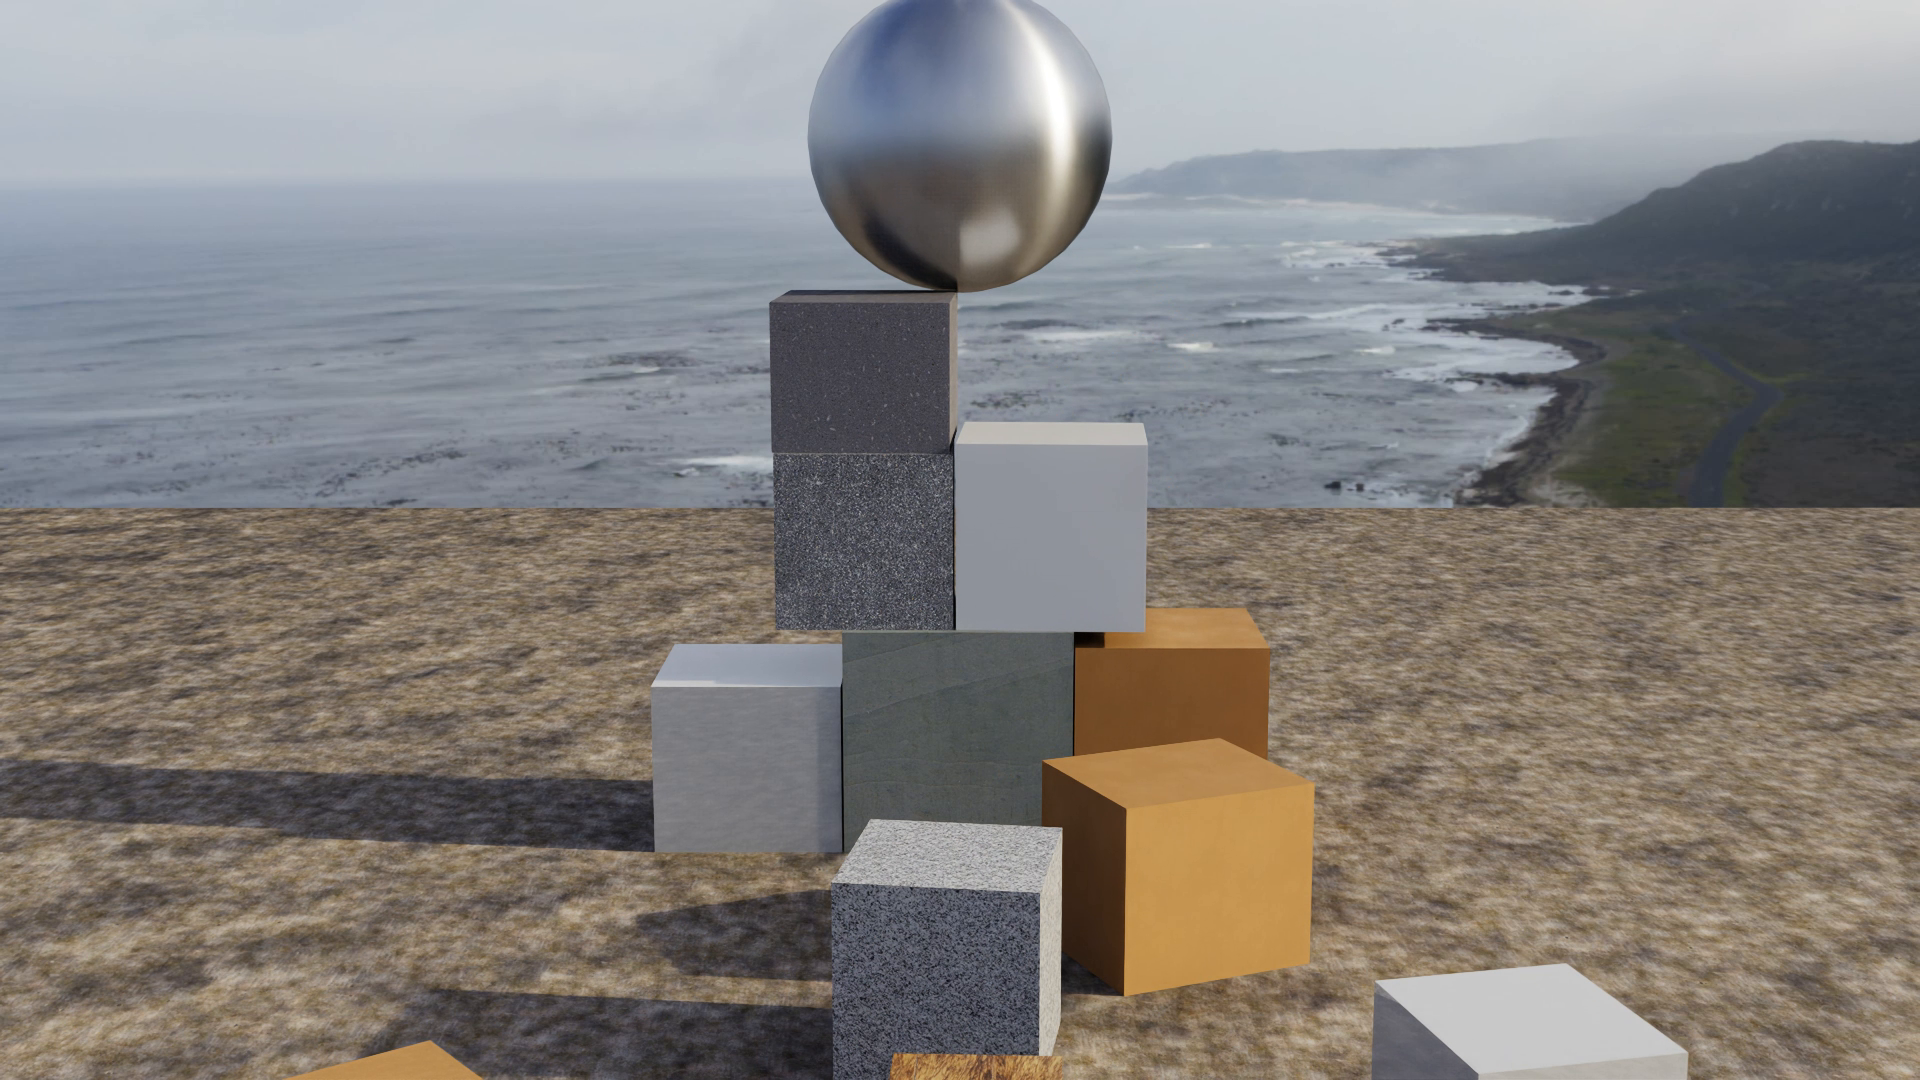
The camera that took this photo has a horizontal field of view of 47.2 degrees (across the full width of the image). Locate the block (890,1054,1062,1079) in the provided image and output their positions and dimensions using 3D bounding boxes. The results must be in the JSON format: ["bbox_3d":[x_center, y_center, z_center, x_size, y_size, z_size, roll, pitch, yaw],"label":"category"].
[{"bbox_3d":[0.047,2.006,6.912,0.549,0.579,0.567,0,10,2],"label":"block"}]

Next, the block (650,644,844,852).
[{"bbox_3d":[-1.056,1.058,11.368,0.936,0.851,0.936,0,10,0],"label":"block"}]

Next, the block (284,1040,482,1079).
[{"bbox_3d":[-1.627,2.023,6.027,0.827,0.863,0.896,-8,13,-37],"label":"block"}]

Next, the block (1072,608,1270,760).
[{"bbox_3d":[1.045,0.961,11.362,0.957,1.043,0.940,0,10,0],"label":"block"}]

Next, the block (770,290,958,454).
[{"bbox_3d":[-0.467,-0.864,11.094,0.871,0.731,0.908,0,10,2],"label":"block"}]

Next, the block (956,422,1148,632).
[{"bbox_3d":[0.466,-0.082,11.126,0.928,0.926,0.846,1,10,3],"label":"block"}]

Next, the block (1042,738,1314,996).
[{"bbox_3d":[0.935,1.401,9.599,0.906,0.809,0.786,-5,11,-24],"label":"block"}]

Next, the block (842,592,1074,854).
[{"bbox_3d":[-0.011,0.922,11.344,1.135,1.128,0.972,0,10,0],"label":"block"}]

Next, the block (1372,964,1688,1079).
[{"bbox_3d":[1.843,1.890,7.233,0.713,0.692,0.779,-2,11,-13],"label":"block"}]

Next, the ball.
[{"bbox_3d":[0.000,-2.099,11.514,1.600,1.600,1.600,0,10,0],"label":"ball"}]

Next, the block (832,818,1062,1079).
[{"bbox_3d":[-0.034,1.601,8.482,0.774,0.814,0.777,2,10,8],"label":"block"}]

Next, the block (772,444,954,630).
[{"bbox_3d":[-0.468,-0.061,11.158,0.874,0.872,0.837,0,10,0],"label":"block"}]
